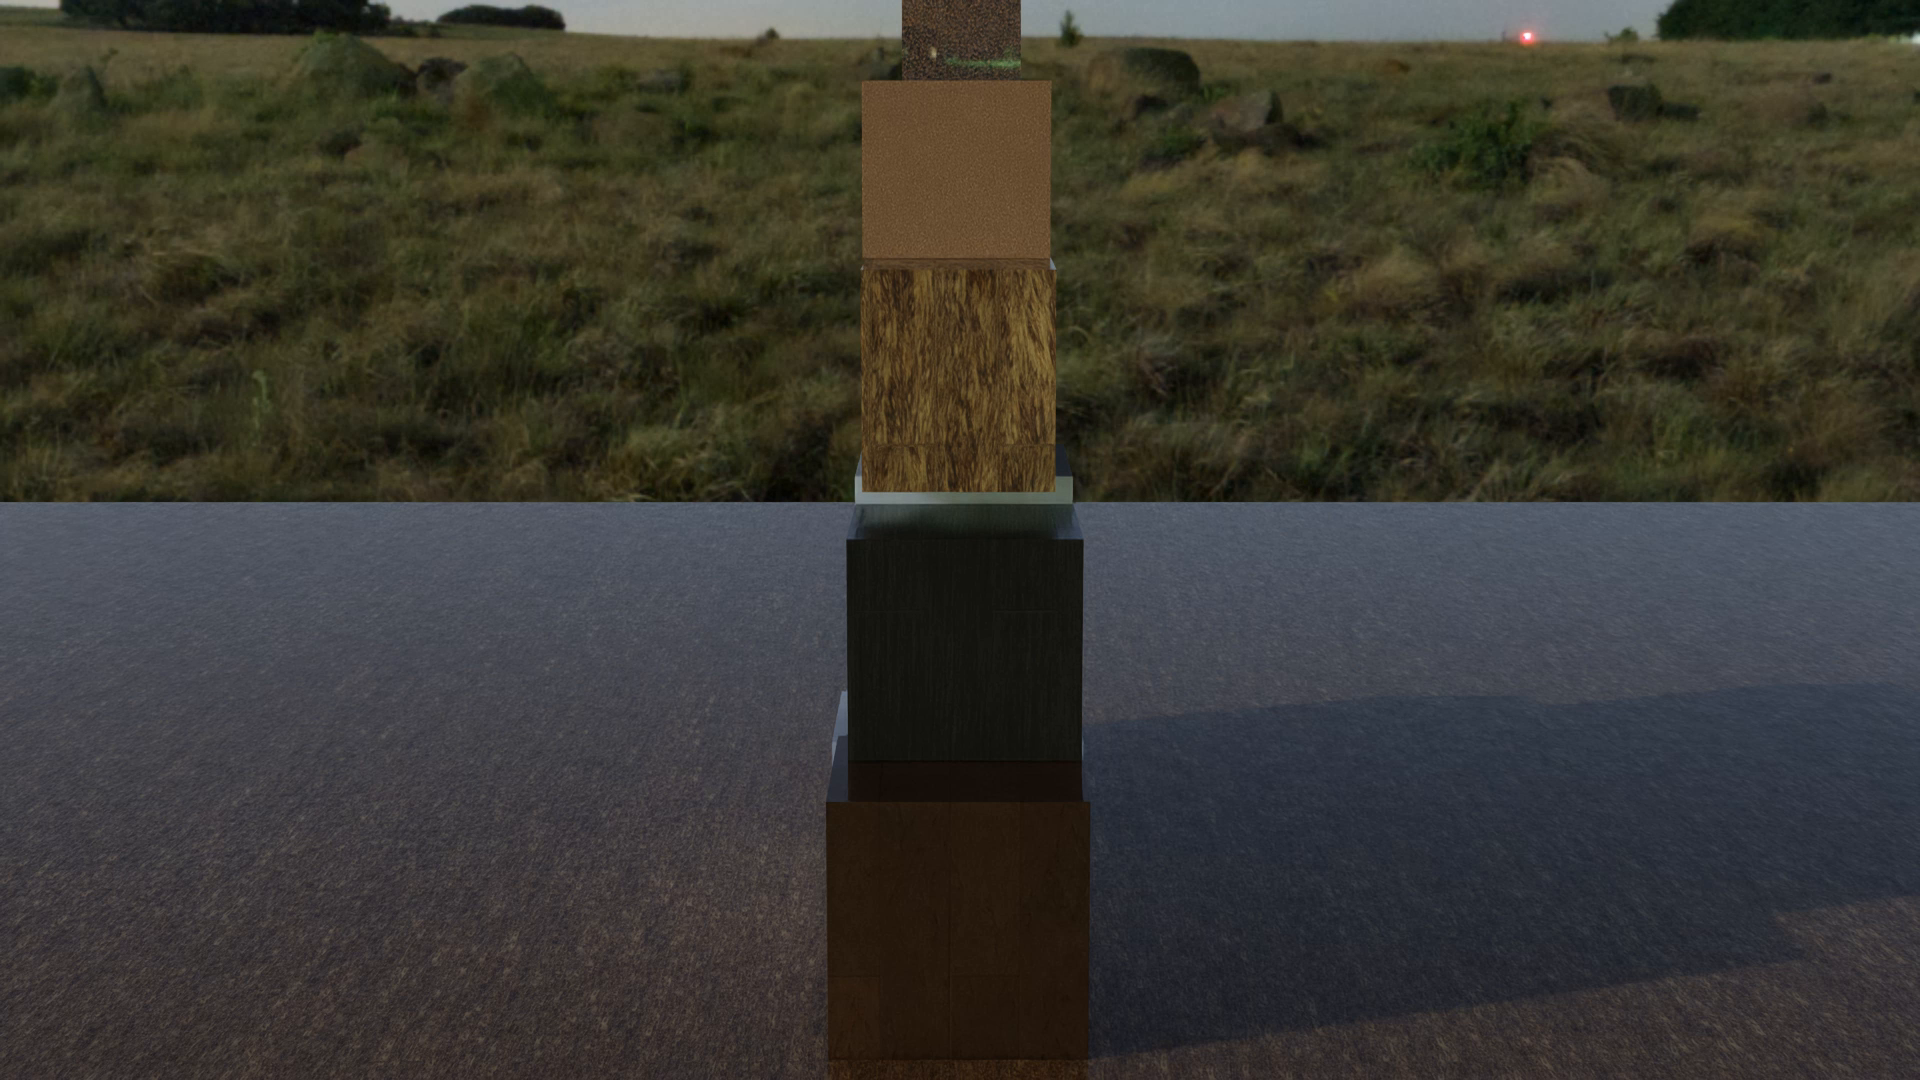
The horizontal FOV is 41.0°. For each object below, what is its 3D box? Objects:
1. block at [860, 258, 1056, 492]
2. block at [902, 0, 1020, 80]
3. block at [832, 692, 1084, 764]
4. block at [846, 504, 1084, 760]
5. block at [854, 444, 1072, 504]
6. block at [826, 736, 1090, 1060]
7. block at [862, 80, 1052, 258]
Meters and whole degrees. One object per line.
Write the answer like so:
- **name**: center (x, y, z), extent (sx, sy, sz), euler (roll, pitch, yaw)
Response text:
- **block**: center (-0.006, -0.686, 10.273), extent (0.746, 0.857, 0.902), euler (0, 10, 0)
- **block**: center (0.005, -2.199, 10.802), extent (0.489, 0.541, 0.543), euler (0, 9, 0)
- **block**: center (-0.009, 1.173, 10.502), extent (0.981, 0.934, 0.843), euler (0, 10, 0)
- **block**: center (0.018, 0.341, 9.965), extent (0.876, 0.839, 0.854), euler (0, 10, 0)
- **block**: center (0.015, 0.143, 10.835), extent (0.875, 0.974, 0.920), euler (0, 10, 0)
- **block**: center (-0.006, 1.319, 9.621), extent (0.936, 0.963, 0.923), euler (0, 10, 0)
- **block**: center (-0.014, -1.537, 10.604), extent (0.756, 0.701, 0.662), euler (0, 9, 0)
